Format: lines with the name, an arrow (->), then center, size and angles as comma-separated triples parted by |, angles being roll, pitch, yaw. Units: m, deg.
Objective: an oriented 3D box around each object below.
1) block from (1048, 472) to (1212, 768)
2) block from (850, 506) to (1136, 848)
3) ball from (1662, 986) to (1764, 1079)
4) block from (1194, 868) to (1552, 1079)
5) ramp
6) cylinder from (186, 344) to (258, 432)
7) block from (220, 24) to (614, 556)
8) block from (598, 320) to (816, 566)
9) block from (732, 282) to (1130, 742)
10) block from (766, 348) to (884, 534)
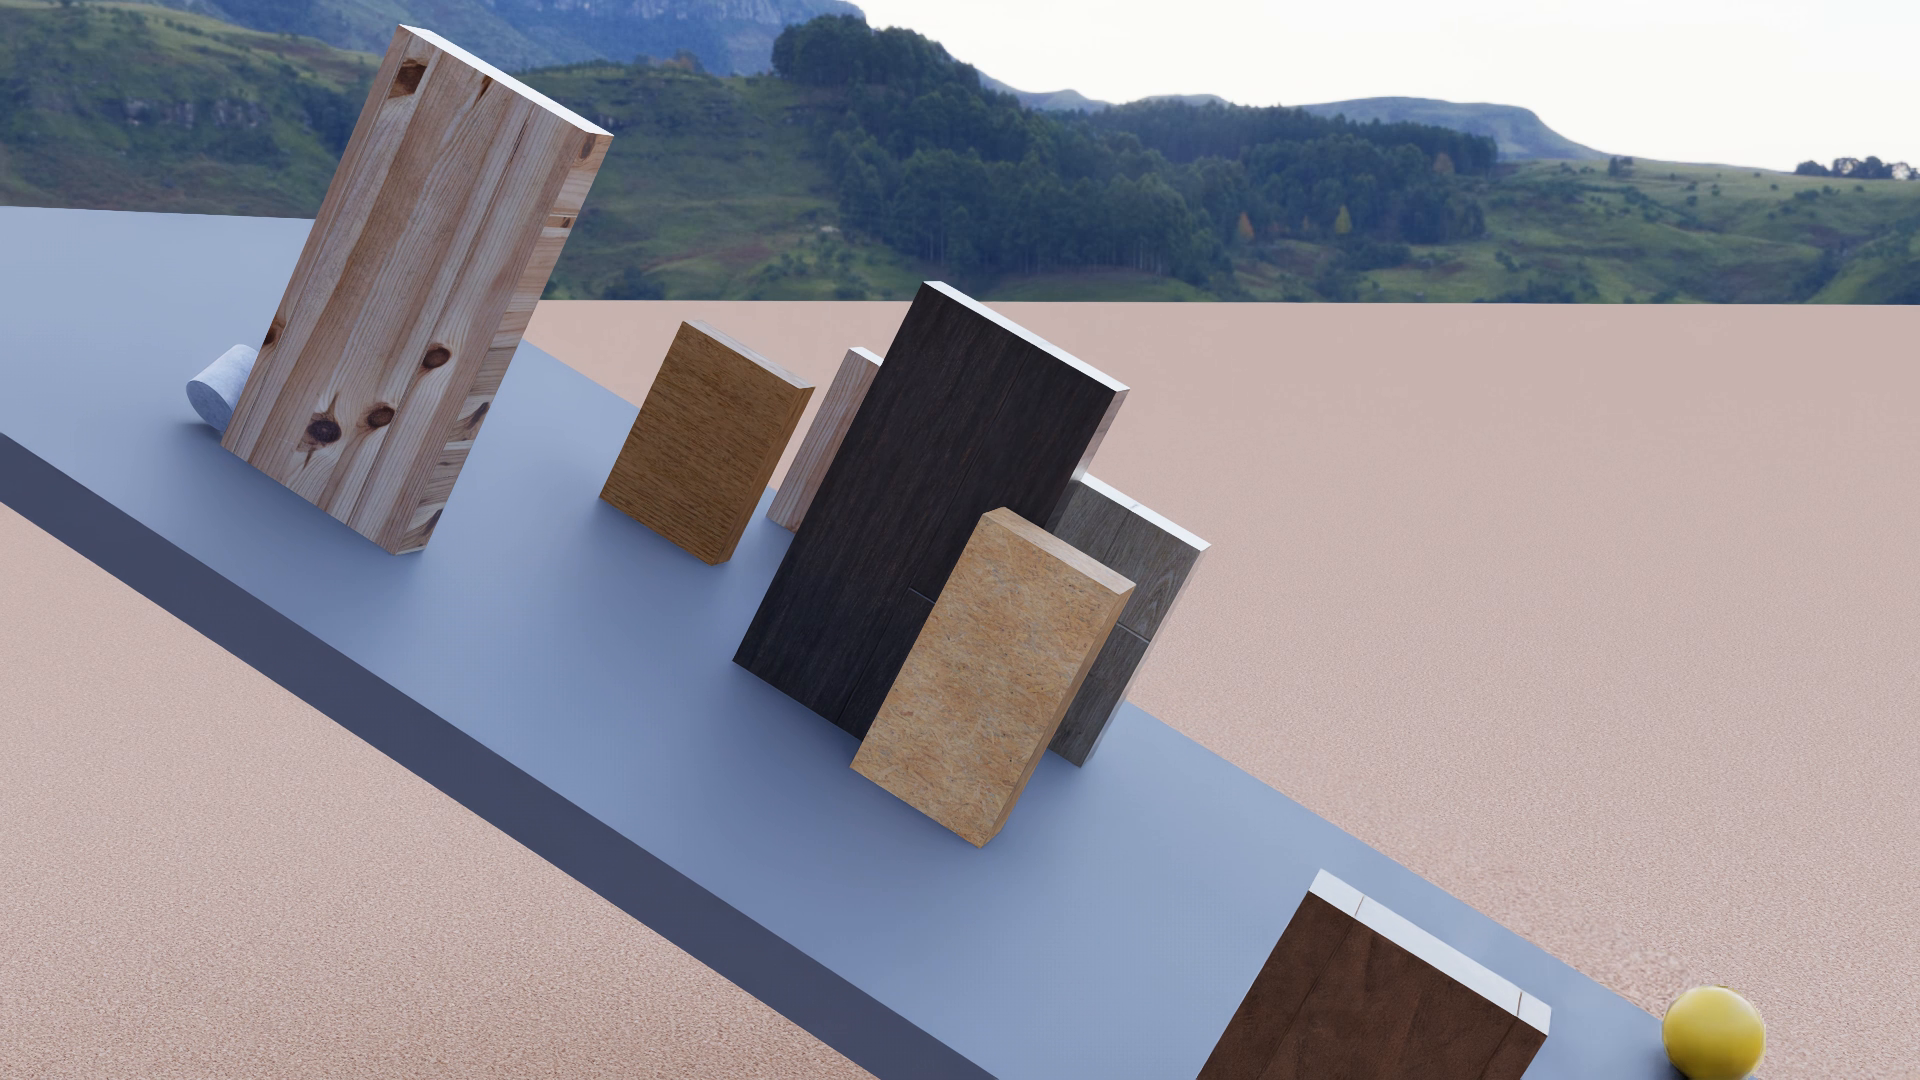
block -> 0.247, 0.160, 4.447 | 0.299, 0.510, 0.107 | 31, 14, 12
block -> 0.056, 0.236, 3.814 | 0.270, 0.513, 0.131 | 31, 14, 12
ball -> 1.531, 1.008, 4.473 | 0.199, 0.199, 0.199 | 0, 7, 0
block -> 0.558, 0.751, 3.106 | 0.369, 0.425, 0.120 | 31, 14, 12
ramp -> -0.215, 0.357, 4.144 | 4.000, 0.100, 2.000 | 31, 14, 12
cylinder -> -1.274, -0.266, 3.856 | 0.111, 0.111, 0.111 | 5, 41, 37
block -> -0.926, -0.416, 3.716 | 0.383, 0.795, 0.097 | 31, 14, 12
block -> -0.518, -0.200, 4.498 | 0.283, 0.412, 0.095 | 31, 14, 12
block -> -0.059, -0.023, 3.955 | 0.396, 0.785, 0.107 | 31, 14, 12
block -> -0.170, -0.150, 4.927 | 0.380, 0.432, 0.087 | 31, 14, 12
